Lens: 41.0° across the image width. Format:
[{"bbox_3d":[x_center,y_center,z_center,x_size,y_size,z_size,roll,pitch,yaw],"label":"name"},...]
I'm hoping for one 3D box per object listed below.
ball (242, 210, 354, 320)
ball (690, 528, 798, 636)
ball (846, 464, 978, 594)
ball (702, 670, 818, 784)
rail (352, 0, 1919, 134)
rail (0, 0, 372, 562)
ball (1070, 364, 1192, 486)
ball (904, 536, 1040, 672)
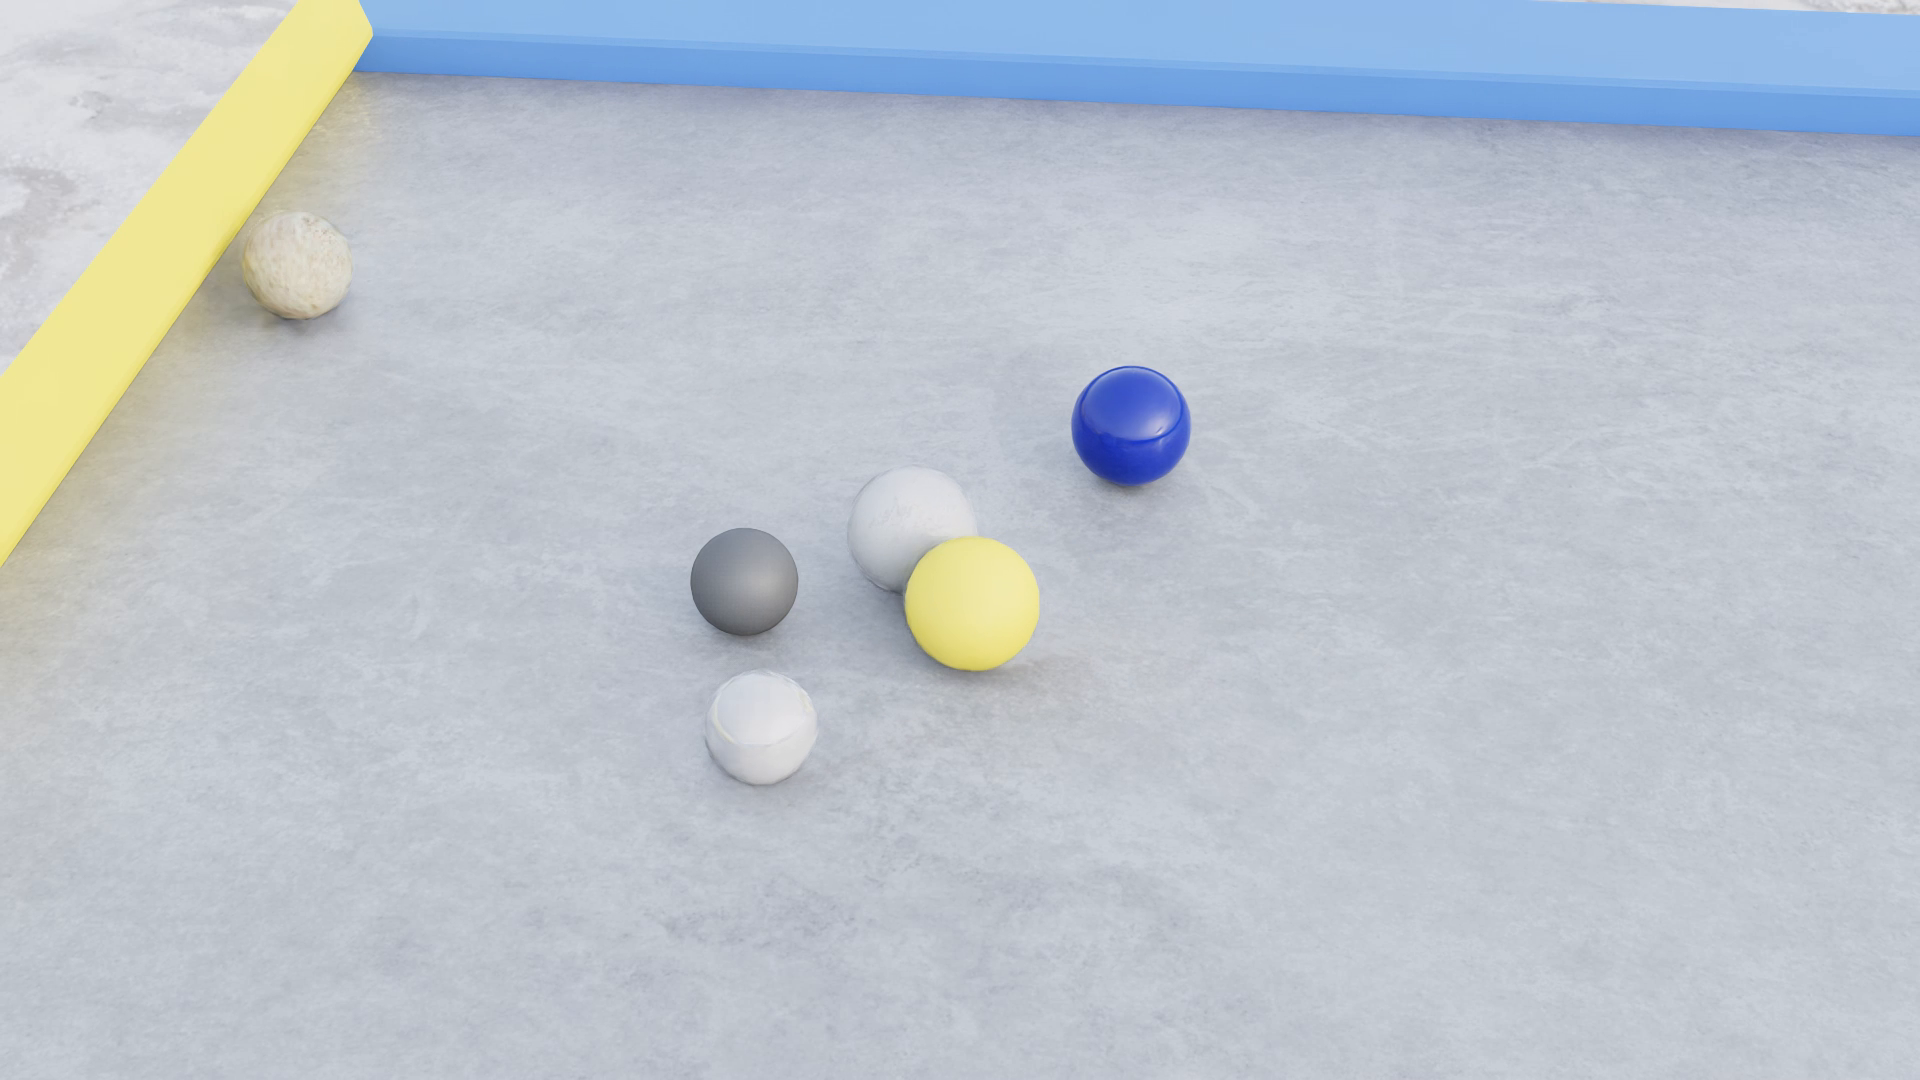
[{"bbox_3d":[-0.583,-0.242,2.258,0.095,0.095,0.095,0,34,0],"label":"ball"},{"bbox_3d":[-0.158,0.031,1.876,0.079,0.079,0.079,0,34,0],"label":"ball"},{"bbox_3d":[-0.036,-0.008,1.916,0.098,0.098,0.098,0,34,0],"label":"ball"},{"bbox_3d":[-0.135,0.127,1.737,0.078,0.078,0.078,0,34,0],"label":"ball"},{"bbox_3d":[0.815,-0.456,2.540,2.940,0.127,0.045,3,35,5],"label":"rail"},{"bbox_3d":[-0.708,-0.056,1.958,0.045,0.127,1.752,3,35,5],"label":"rail"},{"bbox_3d":[0.136,-0.091,2.038,0.096,0.096,0.096,0,34,0],"label":"ball"},{"bbox_3d":[0.009,0.045,1.839,0.097,0.097,0.097,0,34,0],"label":"ball"}]
